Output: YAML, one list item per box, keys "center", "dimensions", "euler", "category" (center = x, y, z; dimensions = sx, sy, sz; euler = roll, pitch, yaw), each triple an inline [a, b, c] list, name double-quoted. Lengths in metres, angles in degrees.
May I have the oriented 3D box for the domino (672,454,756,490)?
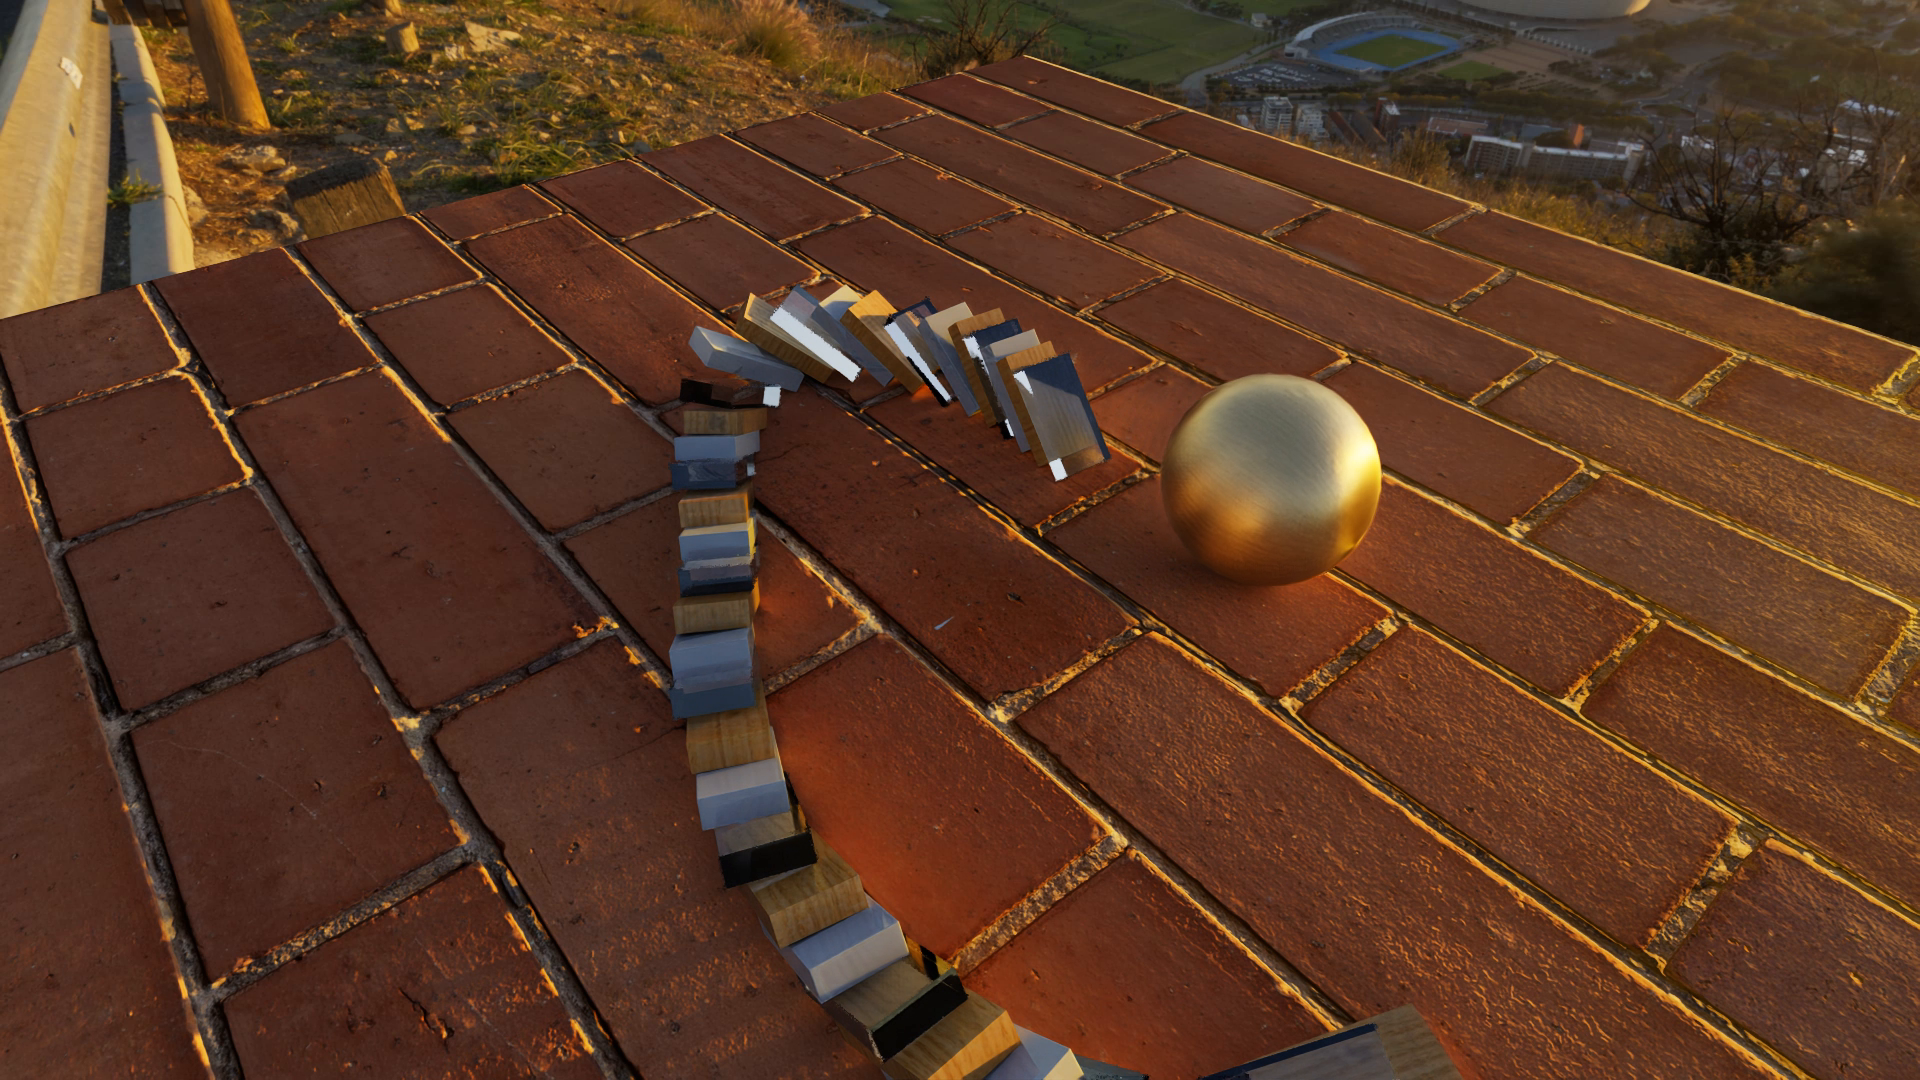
- center: [-0.102, -0.029, 0.460]
  dimensions: [0.025, 0.010, 0.050]
  euler: [-2, 9, -2]
  category: "domino"

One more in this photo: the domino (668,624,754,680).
- center: [-0.084, 0.035, 0.378]
  dimensions: [0.025, 0.010, 0.050]
  euler: [-9, 8, -8]
  category: "domino"

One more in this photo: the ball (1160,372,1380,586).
- center: [0.116, -0.023, 0.415]
  dimensions: [0.080, 0.080, 0.080]
  euler: [0, 39, 0]
  category: "ball"

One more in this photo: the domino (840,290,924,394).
- center: [-0.032, -0.098, 0.540]
  dimensions: [0.050, 0.009, 0.025]
  euler: [45, 45, -3]
  category: "domino"

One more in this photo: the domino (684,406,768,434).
- center: [-0.104, -0.054, 0.490]
  dimensions: [0.025, 0.010, 0.050]
  euler: [1, 9, 2]
  category: "domino"

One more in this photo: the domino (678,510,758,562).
- center: [-0.093, -0.002, 0.428]
  dimensions: [0.025, 0.009, 0.050]
  euler: [-5, 11, -6]
  category: "domino"

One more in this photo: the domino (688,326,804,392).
- center: [-0.103, -0.087, 0.530]
  dimensions: [0.050, 0.009, 0.025]
  euler: [12, 26, -41]
  category: "domino"

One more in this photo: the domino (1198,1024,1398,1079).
- center: [0.079, 0.136, 0.260]
  dimensions: [0.050, 0.009, 0.025]
  euler: [-24, 44, 12]
  category: "domino"

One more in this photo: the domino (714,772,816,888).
- center: [-0.059, 0.084, 0.322]
  dimensions: [0.025, 0.010, 0.050]
  euler: [-13, 11, -15]
  category: "domino"

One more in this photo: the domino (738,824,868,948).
- center: [-0.046, 0.095, 0.307]
  dimensions: [0.025, 0.009, 0.050]
  euler: [-19, 10, -22]
  category: "domino"

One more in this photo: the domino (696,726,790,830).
- center: [-0.067, 0.072, 0.337]
  dimensions: [0.025, 0.009, 0.050]
  euler: [-10, 11, -12]
  category: "domino"

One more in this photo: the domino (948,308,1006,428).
- center: [0.016, -0.081, 0.515]
  dimensions: [0.025, 0.050, 0.010]
  euler: [-24, 3, -26]
  category: "domino"

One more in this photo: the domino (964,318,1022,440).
- center: [0.023, -0.074, 0.507]
  dimensions: [0.025, 0.050, 0.010]
  euler: [-23, 3, -26]
  category: "domino"

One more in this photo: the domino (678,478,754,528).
- center: [-0.098, -0.015, 0.445]
  dimensions: [0.025, 0.010, 0.050]
  euler: [-5, 12, -6]
  category: "domino"

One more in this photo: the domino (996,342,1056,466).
- center: [0.038, -0.061, 0.491]
  dimensions: [0.025, 0.050, 0.009]
  euler: [-24, 3, -26]
  category: "domino"

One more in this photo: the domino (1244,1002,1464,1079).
- center: [0.099, 0.137, 0.276]
  dimensions: [0.050, 0.010, 0.025]
  euler: [-12, 41, -14]
  category: "domino"

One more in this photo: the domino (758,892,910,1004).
- center: [-0.036, 0.104, 0.296]
  dimensions: [0.025, 0.010, 0.050]
  euler: [-21, 11, -24]
  category: "domino"

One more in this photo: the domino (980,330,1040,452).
- center: [0.031, -0.068, 0.499]
  dimensions: [0.025, 0.050, 0.009]
  euler: [-24, 3, -26]
  category: "domino"

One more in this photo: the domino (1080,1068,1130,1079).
- center: [0.035, 0.138, 0.253]
  dimensions: [0.050, 0.010, 0.025]
  euler: [-14, 23, 45]
  category: "domino"

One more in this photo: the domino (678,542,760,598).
- center: [-0.089, 0.011, 0.412]
  dimensions: [0.025, 0.010, 0.050]
  euler: [-5, 9, -6]
  category: "domino"

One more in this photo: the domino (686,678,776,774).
- center: [-0.074, 0.059, 0.354]
  dimensions: [0.025, 0.010, 0.050]
  euler: [-9, 13, -11]
  category: "domino"

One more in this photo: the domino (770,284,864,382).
- center: [-0.067, -0.103, 0.547]
  dimensions: [0.050, 0.009, 0.025]
  euler: [37, 37, -13]
  category: "domino"

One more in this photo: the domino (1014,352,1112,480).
- center: [0.045, -0.054, 0.483]
  dimensions: [0.025, 0.050, 0.009]
  euler: [-24, 3, -26]
  category: "domino"

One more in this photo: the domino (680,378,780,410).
- center: [-0.105, -0.068, 0.508]
  dimensions: [0.025, 0.009, 0.050]
  euler: [11, 11, 14]
  category: "domino"

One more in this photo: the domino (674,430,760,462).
- center: [-0.104, -0.041, 0.474]
  dimensions: [0.025, 0.009, 0.050]
  euler: [0, 9, 1]
  category: "domino"

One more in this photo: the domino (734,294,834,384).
- center: [-0.085, -0.099, 0.543]
  dimensions: [0.050, 0.009, 0.025]
  euler: [29, 33, -23]
  category: "domino"

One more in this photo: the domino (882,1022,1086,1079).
- center: [0.004, 0.128, 0.265]
  dimensions: [0.025, 0.010, 0.050]
  euler: [-35, 15, -33]
  category: "domino"

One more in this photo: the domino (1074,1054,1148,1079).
- center: [0.020, 0.134, 0.258]
  dimensions: [0.050, 0.009, 0.025]
  euler: [-12, 24, 49]
  category: "domino"

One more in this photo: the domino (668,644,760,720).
- center: [-0.081, 0.046, 0.366]
  dimensions: [0.025, 0.010, 0.050]
  euler: [-9, 8, -7]
  category: "domino"

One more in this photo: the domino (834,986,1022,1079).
- center: [-0.010, 0.121, 0.274]
  dimensions: [0.025, 0.010, 0.050]
  euler: [-30, 13, -29]
  category: "domino"

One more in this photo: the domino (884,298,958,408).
- center: [-0.012, -0.091, 0.534]
  dimensions: [0.025, 0.010, 0.050]
  euler: [-32, 82, -33]
  category: "domino"

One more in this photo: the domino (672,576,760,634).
- center: [-0.087, 0.023, 0.396]
  dimensions: [0.025, 0.009, 0.050]
  euler: [-5, 8, -6]
  category: "domino"

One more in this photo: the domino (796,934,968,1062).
- center: [-0.022, 0.113, 0.283]
  dimensions: [0.025, 0.009, 0.050]
  euler: [-28, 12, -27]
  category: "domino"

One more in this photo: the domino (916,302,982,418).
- center: [0.003, -0.086, 0.525]
  dimensions: [0.025, 0.010, 0.050]
  euler: [-29, 87, -30]
  category: "domino"

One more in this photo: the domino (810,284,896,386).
- center: [-0.047, -0.102, 0.546]
  dimensions: [0.050, 0.010, 0.025]
  euler: [44, 45, -3]
  category: "domino"
